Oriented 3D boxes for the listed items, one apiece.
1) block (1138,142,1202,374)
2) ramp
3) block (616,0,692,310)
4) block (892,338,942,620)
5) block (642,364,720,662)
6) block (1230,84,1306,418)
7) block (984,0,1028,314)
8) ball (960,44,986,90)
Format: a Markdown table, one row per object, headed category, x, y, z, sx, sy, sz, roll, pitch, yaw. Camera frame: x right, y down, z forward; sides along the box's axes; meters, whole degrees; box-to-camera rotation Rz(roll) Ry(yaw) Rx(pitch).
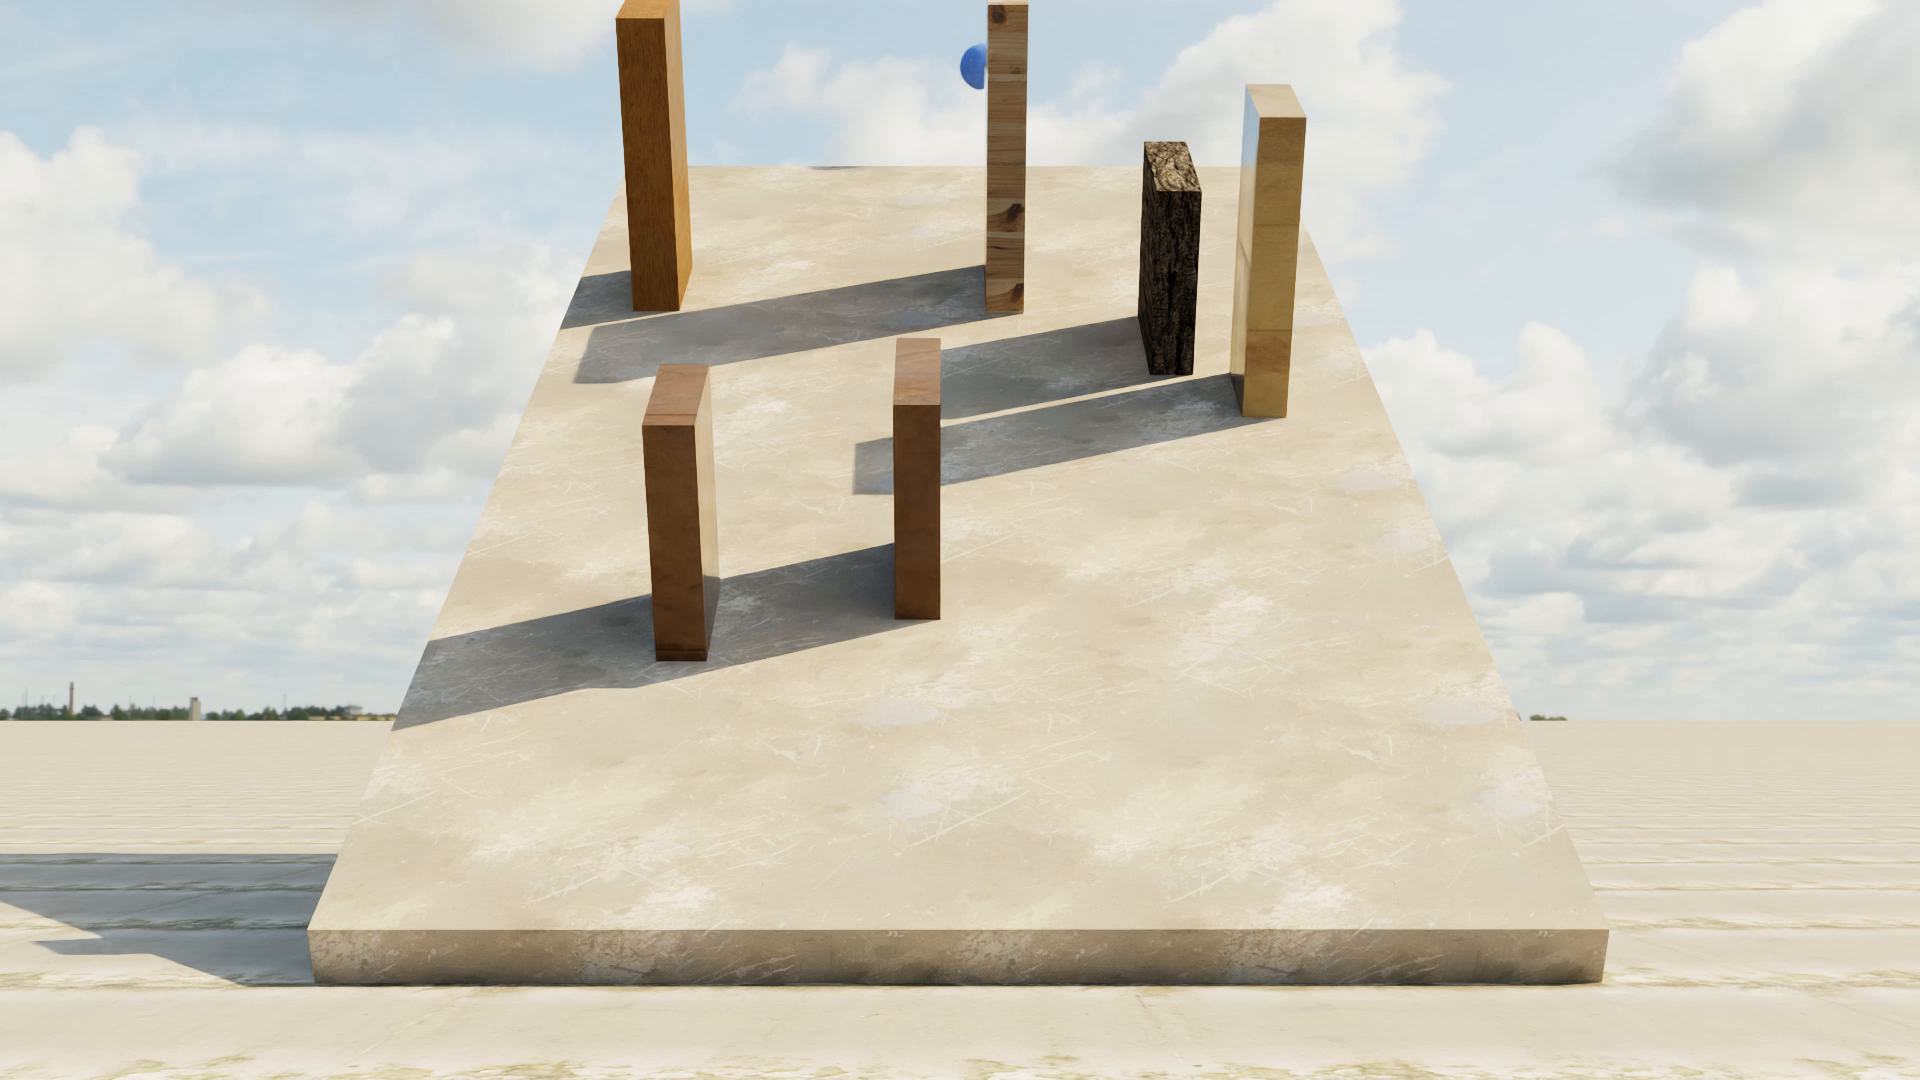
| category | x | y | z | sx | sy | sz | roll | pitch | yaw |
| --- | --- | --- | --- | --- | --- | --- | --- | --- | --- |
| block | 0.509 | -0.694 | 5.757 | 0.104 | 0.459 | 0.409 | 0 | 26 | 0 |
| ramp | -0.010 | -0.229 | 5.435 | 2.000 | 0.100 | 4.000 | 0 | 26 | 0 |
| block | -0.782 | -1.005 | 6.051 | 0.119 | 0.756 | 0.343 | 0 | 26 | 0 |
| block | -0.081 | -0.123 | 4.589 | 0.088 | 0.447 | 0.344 | 0 | 26 | 0 |
| block | -0.518 | -0.053 | 4.406 | 0.094 | 0.477 | 0.293 | 0 | 26 | 0 |
| block | 0.703 | -0.663 | 5.407 | 0.102 | 0.709 | 0.280 | 0 | 26 | 0 |
| block | 0.115 | -1.023 | 6.050 | 0.097 | 0.795 | 0.383 | 0 | 26 | 0 |
| ball | 0.071 | -1.457 | 7.249 | 0.143 | 0.143 | 0.143 | 0 | -4 | 0 |
